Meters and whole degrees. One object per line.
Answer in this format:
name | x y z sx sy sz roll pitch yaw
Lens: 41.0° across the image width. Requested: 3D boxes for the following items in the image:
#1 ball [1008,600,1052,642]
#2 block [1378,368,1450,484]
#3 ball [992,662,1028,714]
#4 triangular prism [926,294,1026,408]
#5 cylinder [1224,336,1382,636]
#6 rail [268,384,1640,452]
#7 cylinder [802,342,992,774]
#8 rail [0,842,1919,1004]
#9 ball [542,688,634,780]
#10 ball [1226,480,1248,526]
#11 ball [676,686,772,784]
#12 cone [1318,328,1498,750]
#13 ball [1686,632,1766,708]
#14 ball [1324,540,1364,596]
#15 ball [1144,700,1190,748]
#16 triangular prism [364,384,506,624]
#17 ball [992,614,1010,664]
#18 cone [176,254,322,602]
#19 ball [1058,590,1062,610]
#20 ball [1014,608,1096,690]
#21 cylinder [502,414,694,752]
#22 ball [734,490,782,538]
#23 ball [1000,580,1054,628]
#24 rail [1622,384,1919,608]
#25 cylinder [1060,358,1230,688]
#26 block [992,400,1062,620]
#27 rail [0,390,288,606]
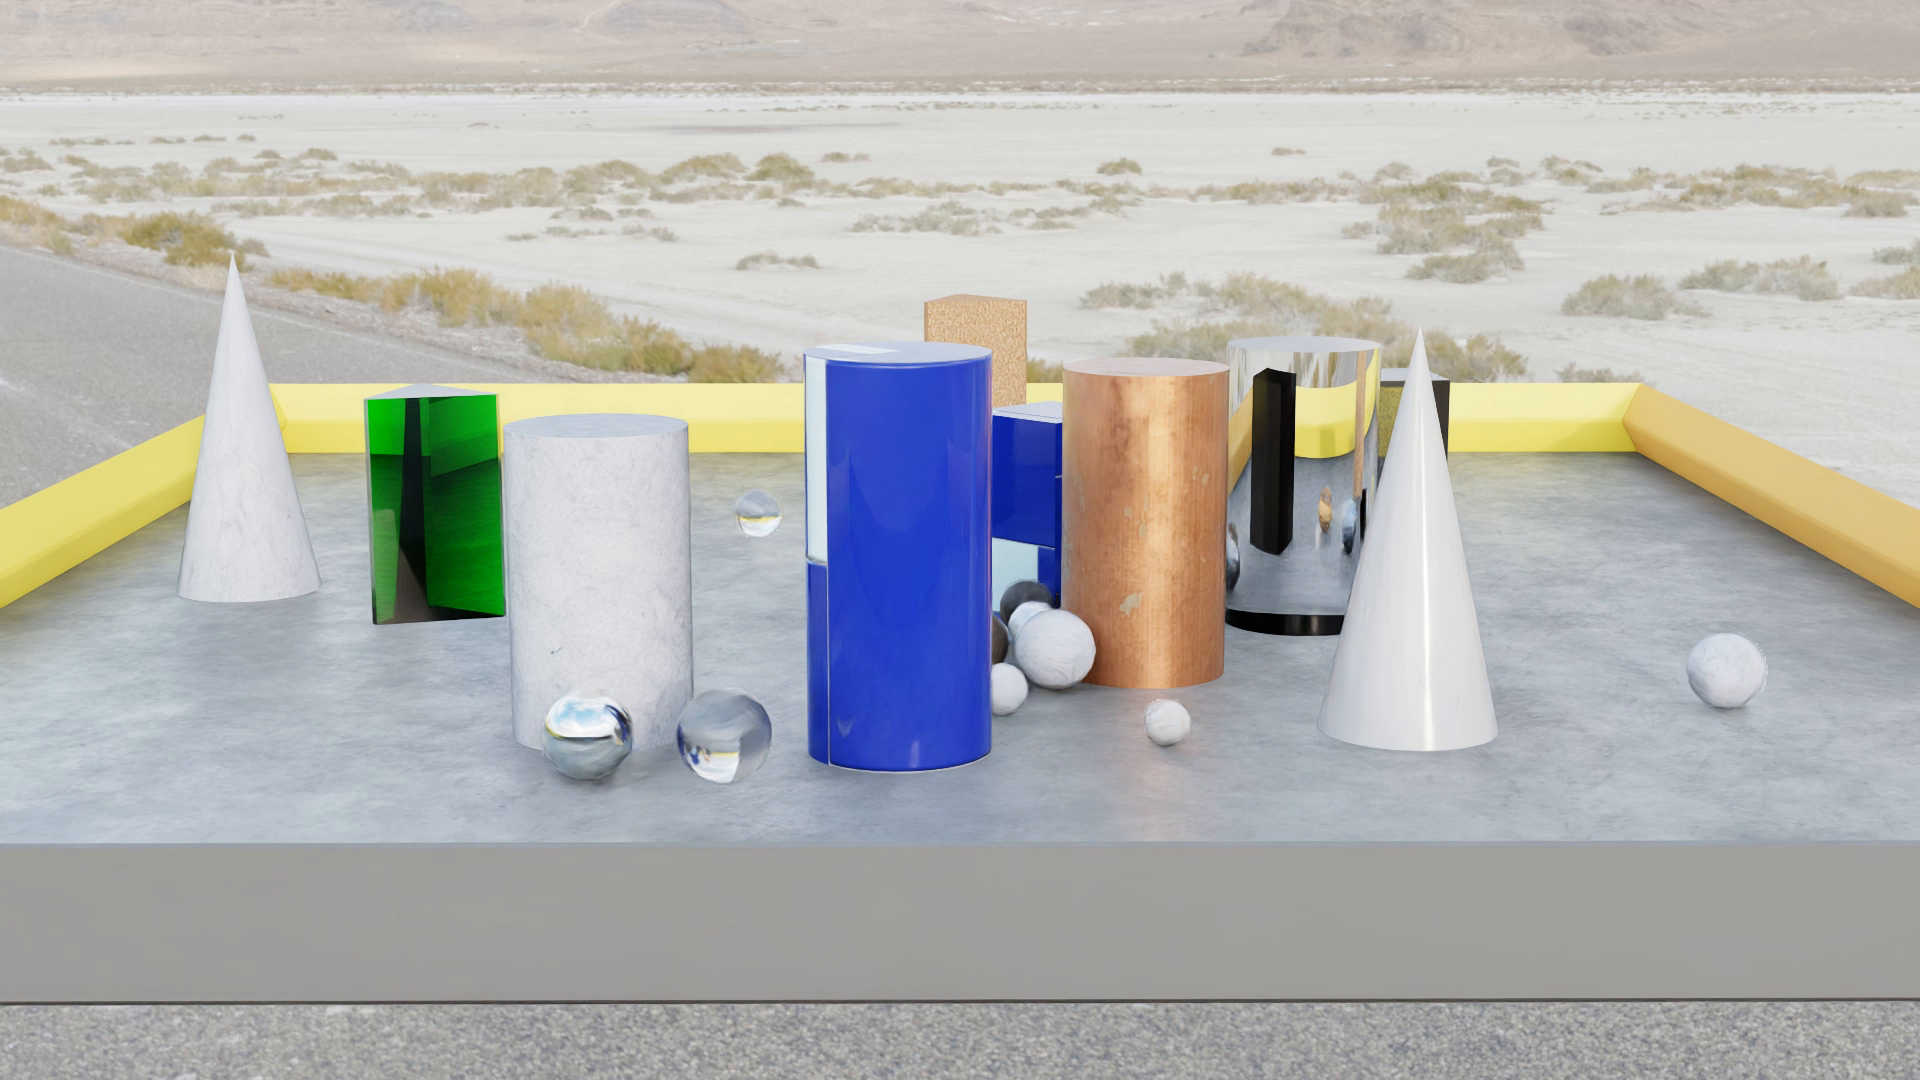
ball | 0.094 0.109 3.219 0.066 0.066 0.066 0 10 0
block | 0.653 -0.127 3.967 0.160 0.259 0.160 -1 11 -6
ball | 0.048 0.169 2.914 0.059 0.059 0.059 0 10 0
triangular prism | 0.013 -0.246 4.392 0.173 0.338 0.150 -2 11 -10
cylinder | 0.449 -0.075 3.383 0.200 0.368 0.200 0 10 0
rail | -0.008 -0.229 4.868 2.613 0.130 0.045 0 10 0
cylinder | -0.065 0.013 2.734 0.200 0.431 0.200 0 10 0
rail | 0.008 0.296 2.029 2.613 0.130 0.045 0 10 0
ball | -0.384 0.200 2.648 0.095 0.095 0.095 0 10 0
ball | 0.424 -0.060 4.114 0.074 0.074 0.074 0 10 0
ball | -0.242 0.200 2.635 0.100 0.100 0.100 0 10 0
cone | 0.498 -0.013 2.819 0.200 0.451 0.200 0 10 0
ball | 0.879 0.150 2.944 0.086 0.086 0.086 0 10 0
ball | 0.543 0.039 3.556 0.077 0.077 0.077 0 10 0
ball | 0.224 0.199 2.777 0.051 0.051 0.051 0 10 0
triangular prism | -0.714 -0.053 3.456 0.173 0.300 0.150 -3 11 -18
ball | 0.017 0.124 3.087 0.085 0.085 0.085 0 10 0
cone | -1.004 -0.166 3.584 0.200 0.474 0.200 0 10 0
ball | 0.165 0.083 3.328 0.078 0.078 0.078 0 10 0
ball | 0.112 0.129 3.030 0.096 0.096 0.096 0 10 0
cylinder | -0.395 0.043 2.816 0.200 0.342 0.200 0 10 0
ball | -0.316 -0.042 4.012 0.075 0.075 0.075 0 10 0
ball | 0.086 0.088 3.317 0.071 0.071 0.071 0 10 0
rail | 1.283 0.032 3.456 0.045 0.130 2.935 0 10 0
cylinder | 0.223 -0.025 3.102 0.200 0.372 0.200 0 10 0
block | 0.123 -0.036 3.433 0.160 0.274 0.160 10 15 44
rail | -1.283 0.035 3.441 0.045 0.130 2.935 0 10 0
